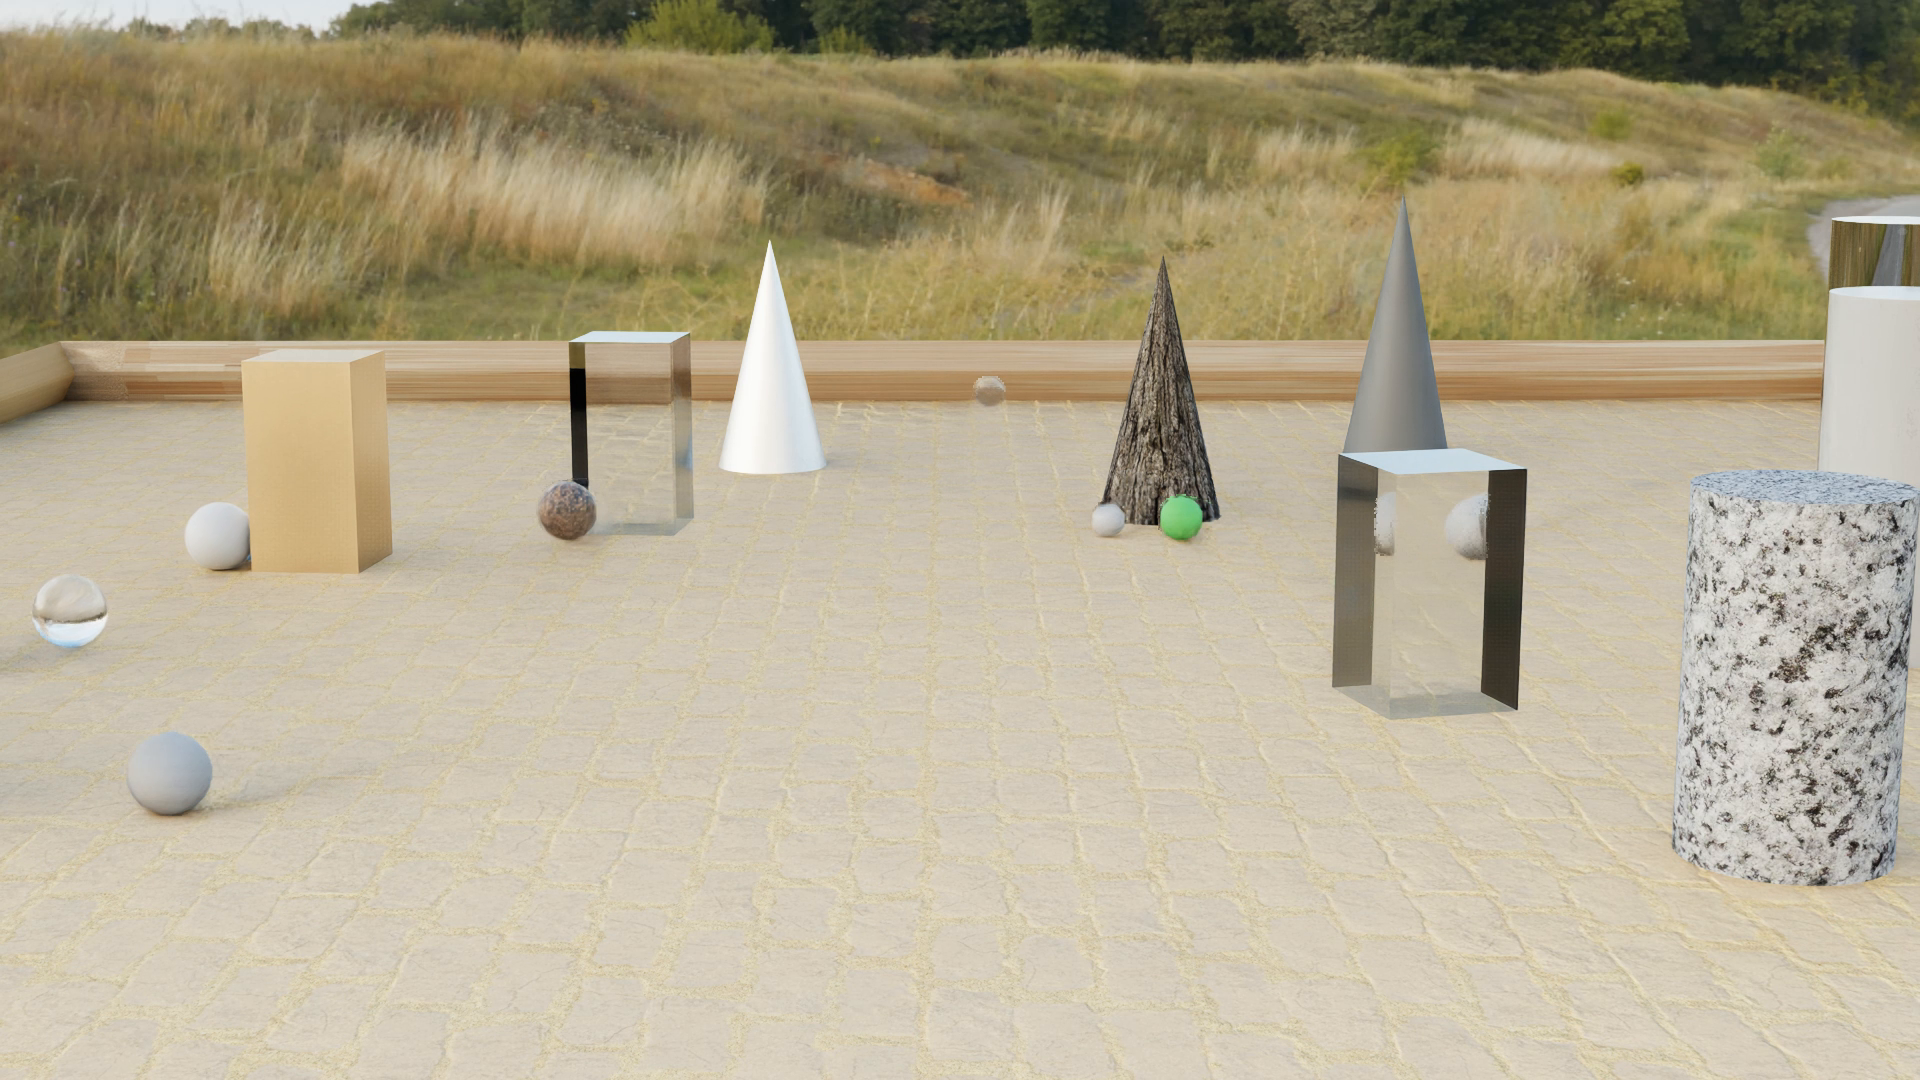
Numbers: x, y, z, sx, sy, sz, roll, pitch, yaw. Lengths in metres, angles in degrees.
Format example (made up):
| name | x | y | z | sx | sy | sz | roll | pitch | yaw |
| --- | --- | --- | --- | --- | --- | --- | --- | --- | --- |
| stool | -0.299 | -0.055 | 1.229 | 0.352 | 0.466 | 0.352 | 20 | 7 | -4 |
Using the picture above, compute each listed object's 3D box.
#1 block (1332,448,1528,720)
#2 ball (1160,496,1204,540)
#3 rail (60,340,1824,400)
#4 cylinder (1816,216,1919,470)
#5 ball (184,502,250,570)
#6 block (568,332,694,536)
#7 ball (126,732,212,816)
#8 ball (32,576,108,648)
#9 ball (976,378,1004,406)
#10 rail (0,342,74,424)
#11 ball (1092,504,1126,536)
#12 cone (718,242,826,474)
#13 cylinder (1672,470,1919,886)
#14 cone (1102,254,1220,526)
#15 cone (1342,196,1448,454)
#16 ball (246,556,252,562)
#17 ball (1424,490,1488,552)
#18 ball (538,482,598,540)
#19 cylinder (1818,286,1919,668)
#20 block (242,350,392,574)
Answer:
| name | x | y | z | sx | sy | sz | roll | pitch | yaw |
| --- | --- | --- | --- | --- | --- | --- | --- | --- | --- |
| block | 0.540 | 0.047 | 2.965 | 0.160 | 0.280 | 0.160 | -3 | 11 | -15 |
| ball | 0.344 | -0.033 | 3.987 | 0.068 | 0.068 | 0.068 | 0 | 10 | 0 |
| rail | -0.013 | -0.370 | 5.629 | 3.931 | 0.130 | 0.045 | 0 | 10 | 0 |
| cylinder | 1.408 | -0.233 | 3.879 | 0.200 | 0.499 | 0.200 | 0 | 10 | 0 |
| ball | -1.082 | -0.006 | 3.751 | 0.099 | 0.099 | 0.099 | 0 | 10 | 0 |
| block | -0.521 | -0.172 | 4.084 | 0.160 | 0.304 | 0.160 | 1 | 11 | 5 |
| ball | -0.778 | 0.230 | 2.526 | 0.081 | 0.081 | 0.081 | 0 | 10 | 0 |
| ball | -1.127 | 0.091 | 3.249 | 0.091 | 0.091 | 0.091 | 0 | 10 | 0 |
| ball | 0.064 | -0.320 | 5.552 | 0.063 | 0.063 | 0.063 | 0 | 10 | 0 |
| rail | -1.942 | 0.035 | 3.438 | 0.045 | 0.130 | 4.482 | 0 | 10 | 0 |
| ball | 0.232 | -0.031 | 4.018 | 0.053 | 0.053 | 0.053 | 0 | 10 | 0 |
| cone | -0.346 | -0.343 | 4.704 | 0.200 | 0.415 | 0.200 | 0 | 10 | 0 |
| cylinder | 0.771 | 0.122 | 2.375 | 0.200 | 0.348 | 0.200 | 0 | 10 | 0 |
| cone | 0.328 | -0.252 | 4.177 | 0.200 | 0.428 | 0.200 | 0 | 10 | 0 |
| cone | 0.827 | -0.405 | 4.827 | 0.200 | 0.494 | 0.200 | 0 | 10 | 0 |
| ball | -1.048 | 0.011 | 3.812 | 0.044 | 0.044 | 0.044 | 0 | 10 | 0 |
| ball | 0.753 | -0.029 | 3.891 | 0.095 | 0.095 | 0.095 | 0 | 10 | 0 |
| ball | -0.609 | -0.045 | 3.988 | 0.091 | 0.091 | 0.091 | 0 | 10 | 0 |
| cylinder | 1.176 | -0.083 | 3.200 | 0.200 | 0.450 | 0.200 | 0 | 10 | 0 |
| block | -0.945 | -0.118 | 3.784 | 0.160 | 0.308 | 0.160 | 1 | 11 | 5 |
